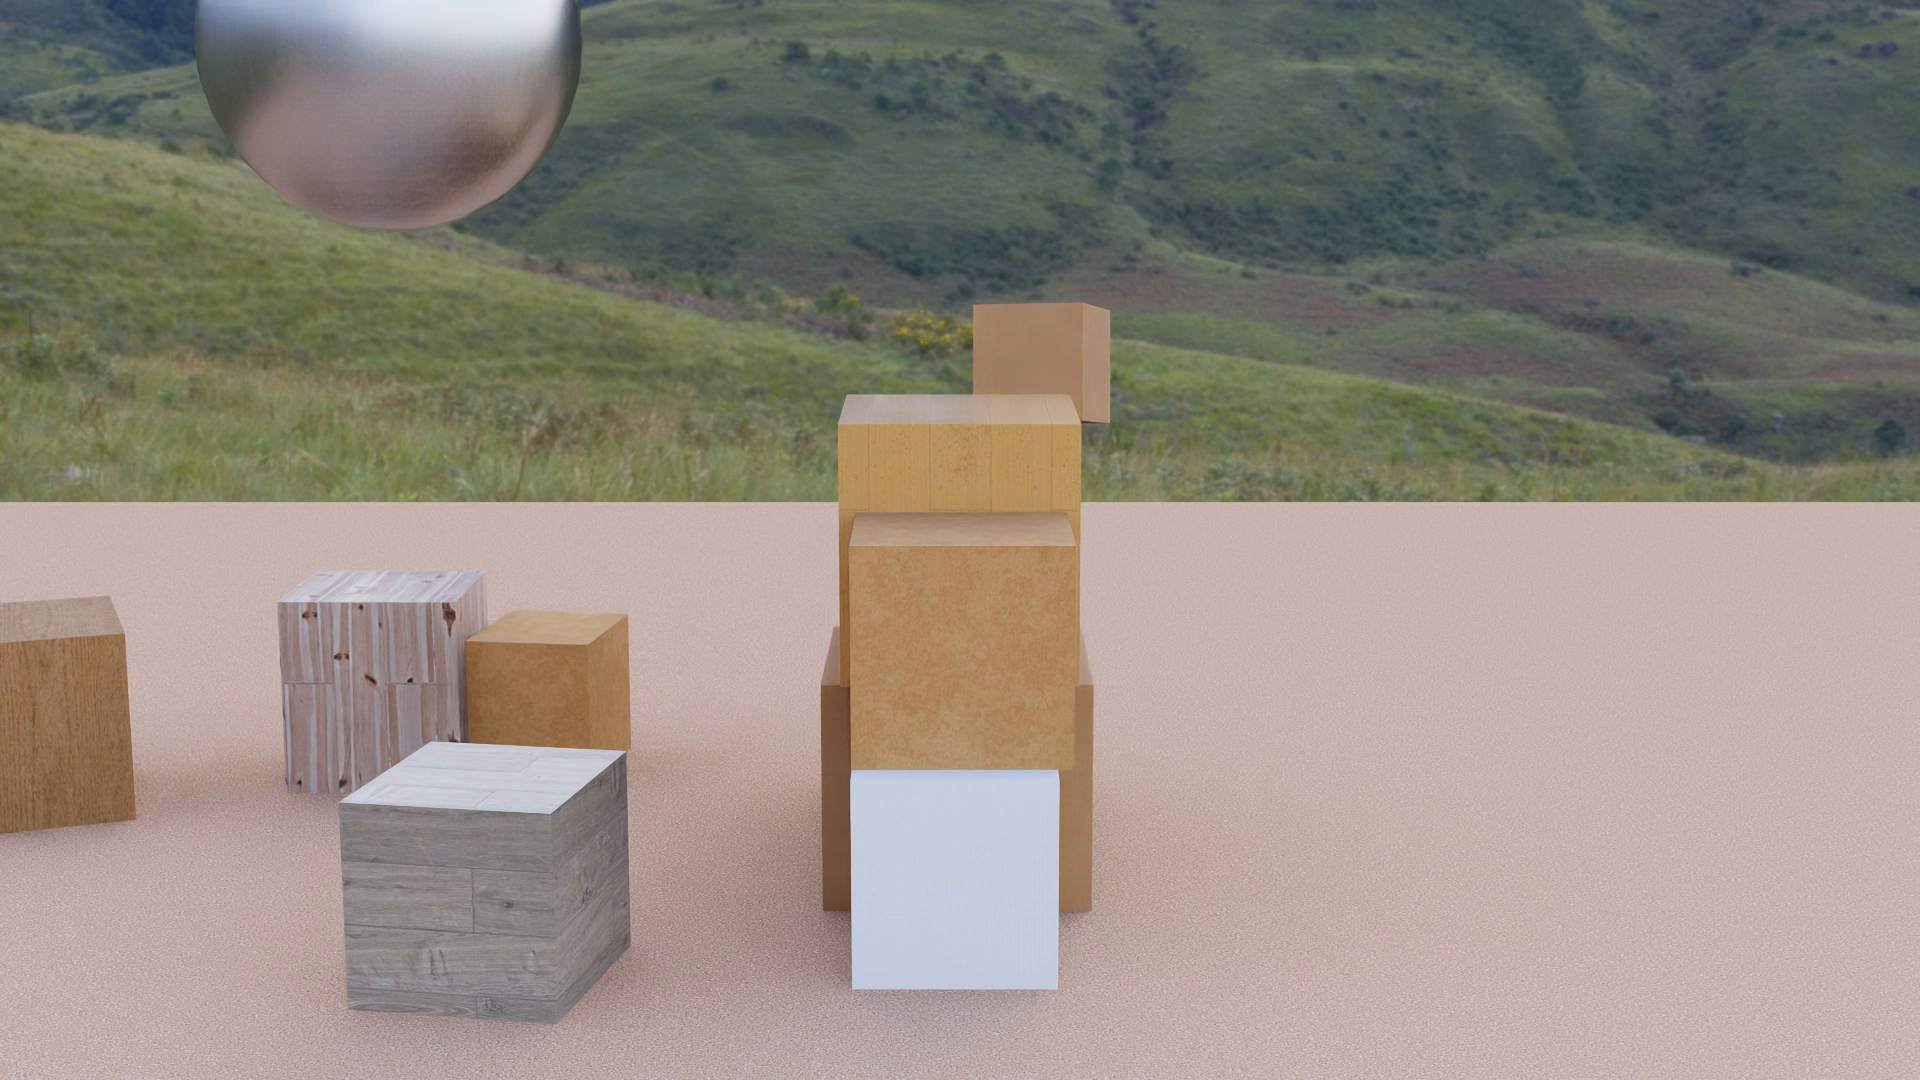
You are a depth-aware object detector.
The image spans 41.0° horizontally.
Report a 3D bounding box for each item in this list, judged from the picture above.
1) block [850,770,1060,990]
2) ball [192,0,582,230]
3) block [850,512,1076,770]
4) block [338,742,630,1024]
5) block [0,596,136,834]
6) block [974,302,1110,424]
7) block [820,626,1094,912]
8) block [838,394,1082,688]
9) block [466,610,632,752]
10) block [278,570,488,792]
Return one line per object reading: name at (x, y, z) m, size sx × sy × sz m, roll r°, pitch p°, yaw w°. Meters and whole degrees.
block at (-0.019, 1.248, 10.351) m, size 0.800 × 0.840 × 0.933 m, roll 0°, pitch 10°, yaw 0°
ball at (-2.395, -2.108, 10.797) m, size 1.600 × 1.600 × 1.600 m, roll 0°, pitch 10°, yaw 0°
block at (0.008, 0.389, 10.253) m, size 0.867 × 0.885 × 0.761 m, roll 0°, pitch 10°, yaw 0°
block at (-1.835, 1.318, 10.038) m, size 0.831 × 0.816 × 0.904 m, roll 2°, pitch 10°, yaw 10°
block at (-4.482, 0.834, 12.438) m, size 0.806 × 0.910 × 0.967 m, roll -4°, pitch 11°, yaw -22°
block at (0.396, -0.836, 12.260) m, size 0.527 × 0.548 × 0.598 m, roll 0°, pitch 1°, yaw 16°
block at (-0.011, 0.988, 11.375) m, size 1.142 × 0.987 × 1.155 m, roll 0°, pitch 10°, yaw 0°
block at (-0.004, -0.019, 11.071) m, size 0.996 × 1.103 × 0.984 m, roll 0°, pitch 10°, yaw 0°
block at (-2.098, 0.800, 13.147) m, size 0.628 × 0.723 × 0.751 m, roll 1°, pitch 10°, yaw 8°
block at (-2.896, 0.705, 13.000) m, size 0.871 × 0.961 × 0.800 m, roll 0°, pitch 10°, yaw 0°
